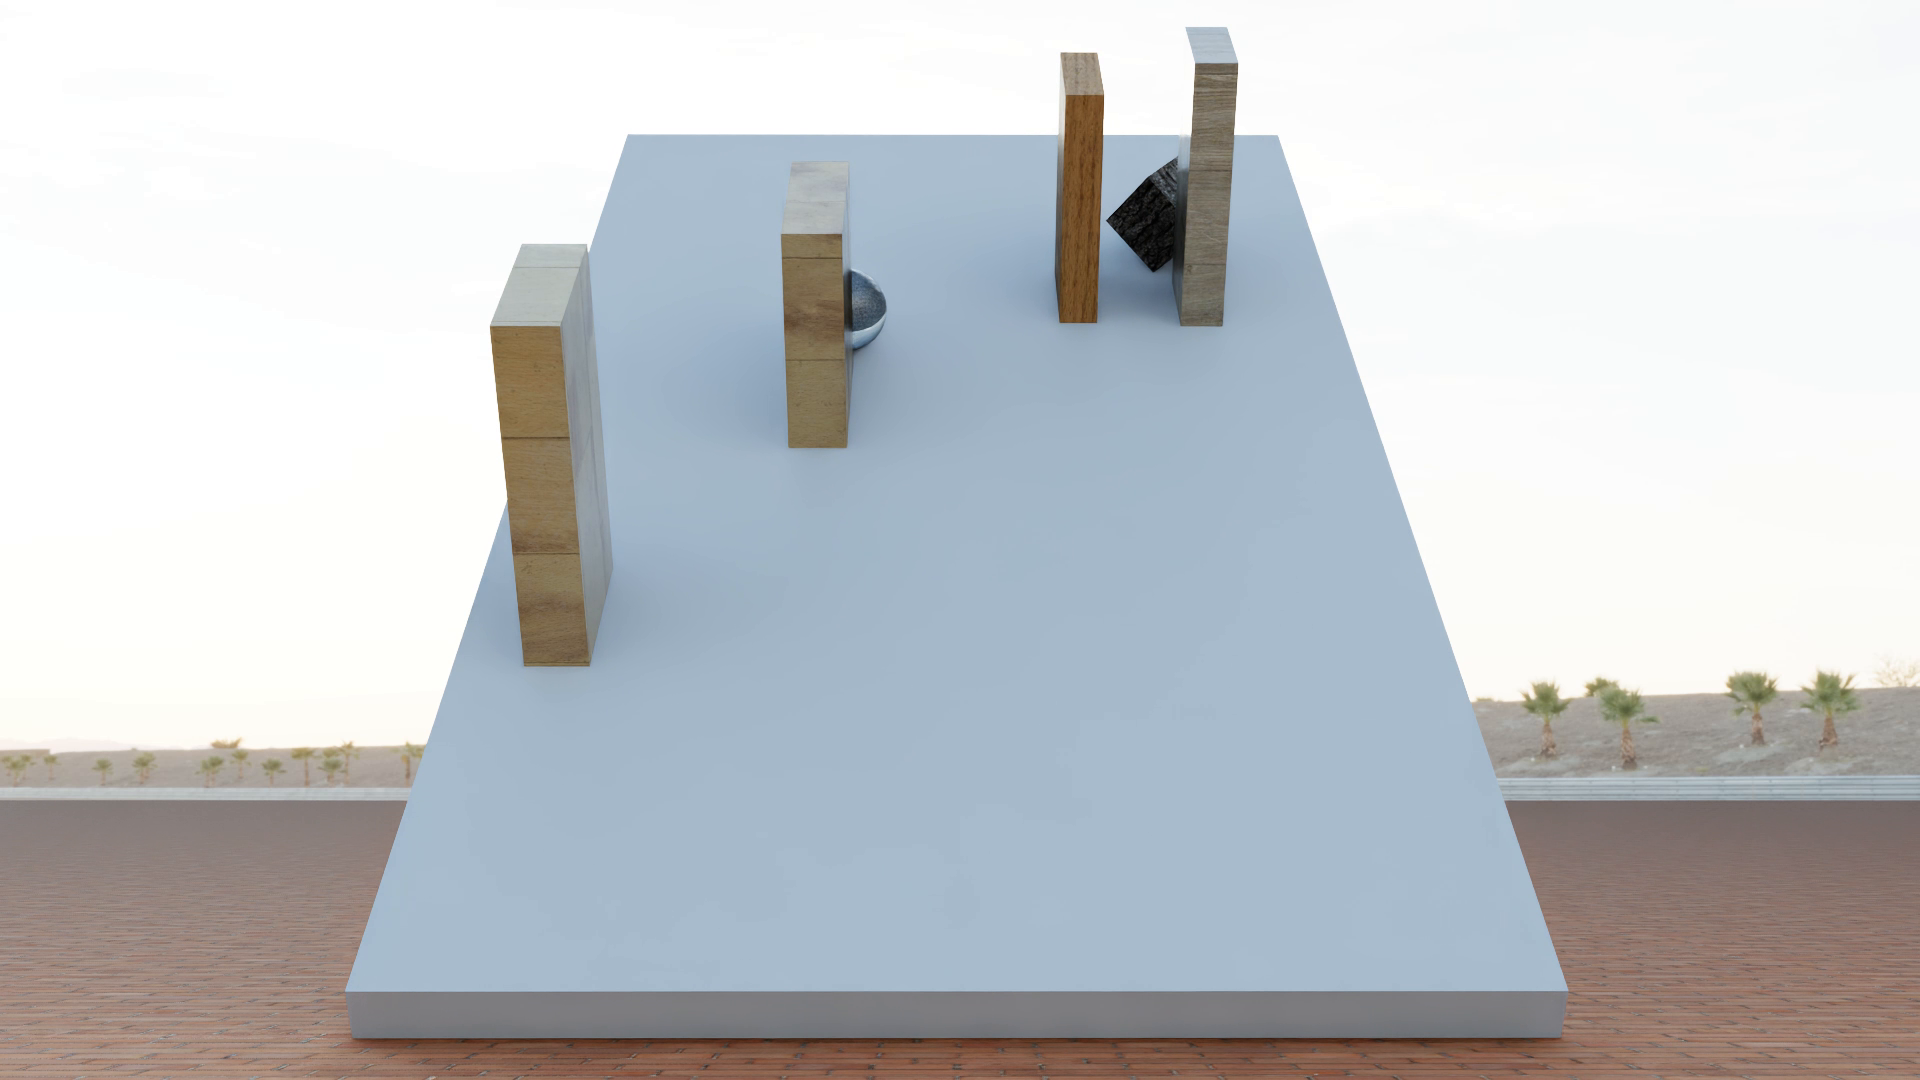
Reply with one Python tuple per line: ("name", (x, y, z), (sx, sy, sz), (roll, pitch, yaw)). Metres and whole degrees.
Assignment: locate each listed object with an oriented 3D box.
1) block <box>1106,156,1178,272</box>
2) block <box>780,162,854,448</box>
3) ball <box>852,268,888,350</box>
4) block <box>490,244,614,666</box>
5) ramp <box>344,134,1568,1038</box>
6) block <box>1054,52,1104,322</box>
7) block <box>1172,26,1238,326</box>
("block", (0.557, -0.880, 6.506), (0.190, 0.190, 0.190), (-44, -2, 41))
("block", (-0.331, -0.556, 5.665), (0.136, 0.534, 0.444), (0, 30, 0))
("ball", (-0.286, -0.576, 6.029), (0.207, 0.207, 0.207), (0, -6, 0))
("block", (-0.800, -0.167, 4.773), (0.130, 0.741, 0.390), (0, 30, 0))
("ramp", (-0.013, -0.212, 5.703), (2.000, 0.100, 4.000), (0, 30, 0))
("block", (0.305, -0.906, 6.202), (0.097, 0.612, 0.327), (0, 30, 0))
("block", (0.621, -0.923, 6.145), (0.107, 0.700, 0.283), (0, 30, 0))
